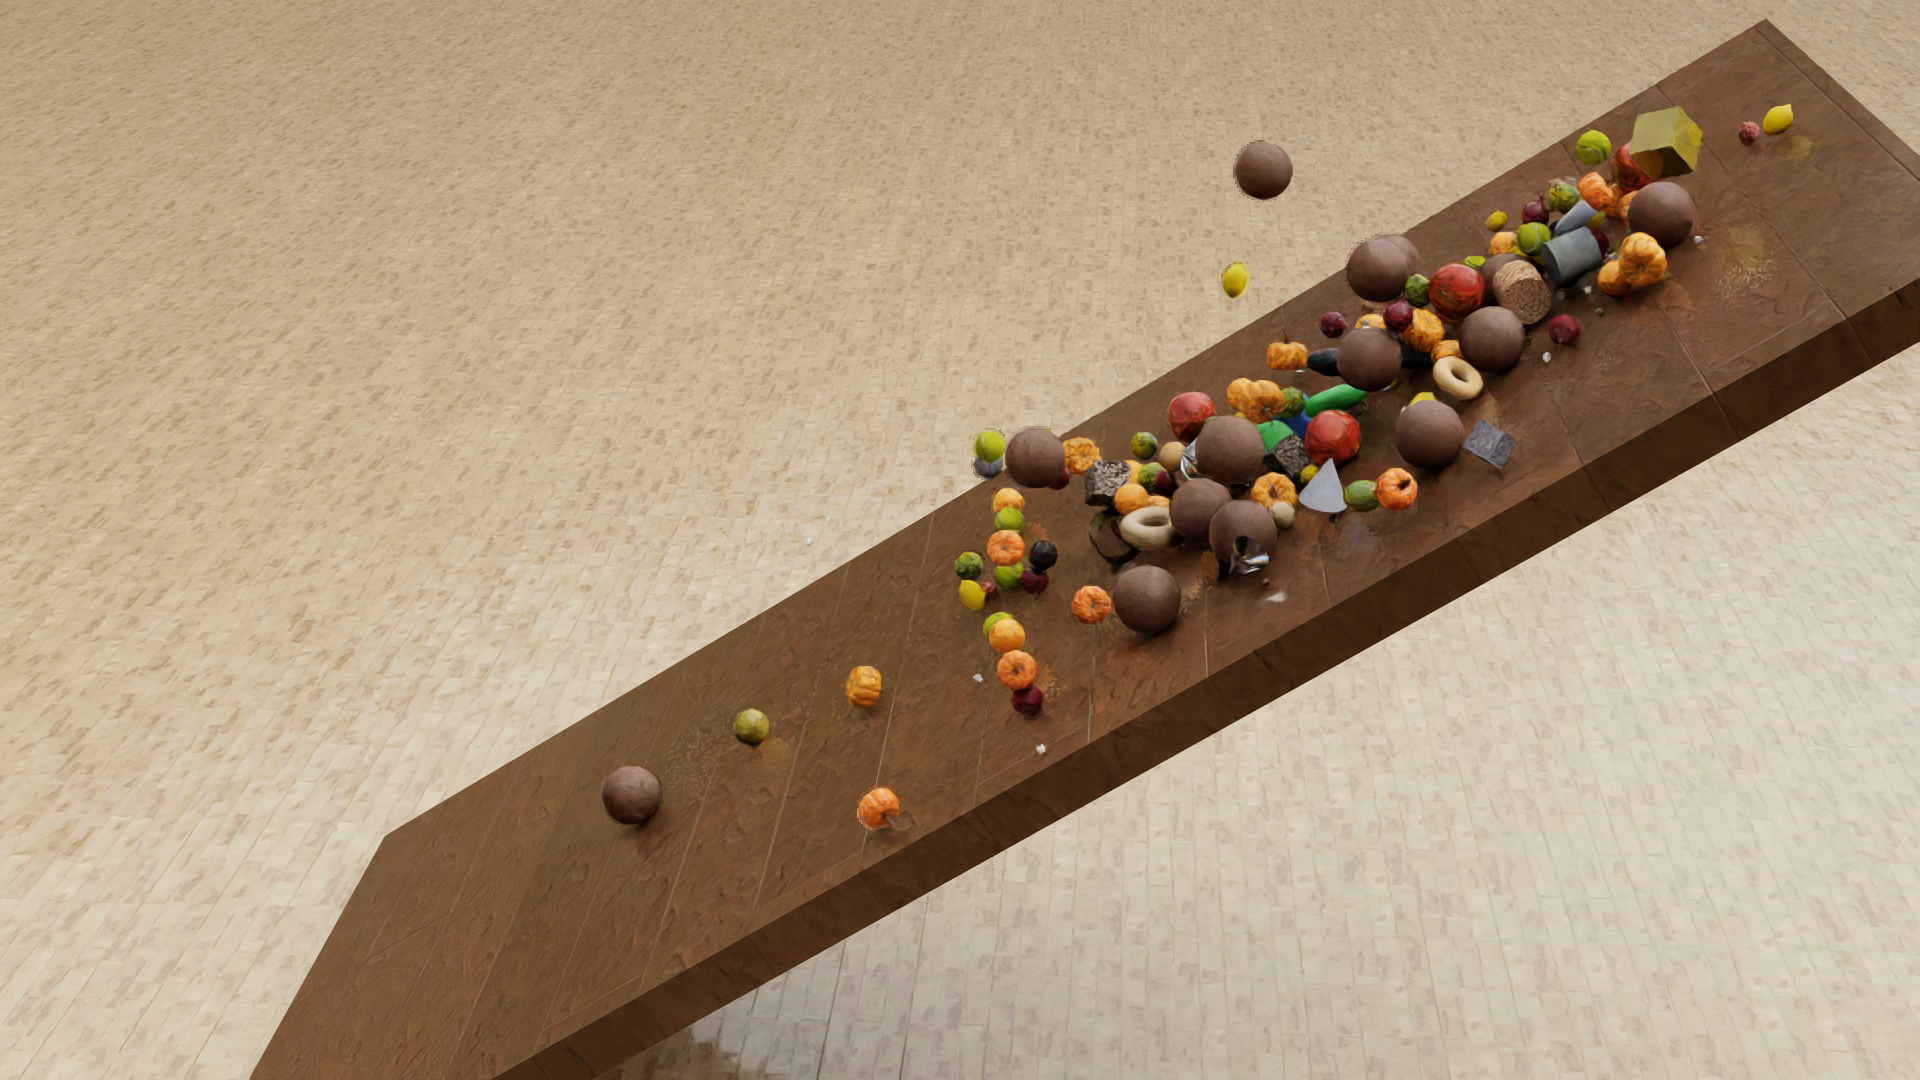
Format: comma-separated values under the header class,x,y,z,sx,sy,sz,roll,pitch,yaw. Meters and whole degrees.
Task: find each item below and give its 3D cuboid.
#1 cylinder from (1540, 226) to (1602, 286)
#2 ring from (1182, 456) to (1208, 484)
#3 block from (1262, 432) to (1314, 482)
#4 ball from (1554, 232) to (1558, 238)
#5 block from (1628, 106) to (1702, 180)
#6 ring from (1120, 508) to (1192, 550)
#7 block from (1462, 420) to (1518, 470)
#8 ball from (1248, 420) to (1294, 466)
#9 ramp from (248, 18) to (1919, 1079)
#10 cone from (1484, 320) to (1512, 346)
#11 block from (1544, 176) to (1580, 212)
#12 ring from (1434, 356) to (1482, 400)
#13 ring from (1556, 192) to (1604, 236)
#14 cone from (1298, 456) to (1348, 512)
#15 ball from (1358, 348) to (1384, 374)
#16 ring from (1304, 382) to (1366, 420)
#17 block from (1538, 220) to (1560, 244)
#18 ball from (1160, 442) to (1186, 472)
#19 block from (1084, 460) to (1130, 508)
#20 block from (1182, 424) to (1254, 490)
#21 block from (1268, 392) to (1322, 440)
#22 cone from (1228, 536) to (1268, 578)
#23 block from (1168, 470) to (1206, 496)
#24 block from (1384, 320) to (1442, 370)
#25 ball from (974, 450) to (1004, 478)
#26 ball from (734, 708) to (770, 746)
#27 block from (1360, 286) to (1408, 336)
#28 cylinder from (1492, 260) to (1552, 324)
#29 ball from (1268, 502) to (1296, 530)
class,x,y,z,sx,sy,sz,roll,pitch,yaw
cylinder,1.209,-0.562,5.819,0.090,0.090,0.090,-23,23,-4
ring,0.486,-0.149,5.993,0.077,0.026,0.077,11,58,-17
block,0.653,-0.165,5.858,0.064,0.064,0.064,-40,4,-15
ball,1.256,-0.612,6.039,0.073,0.073,0.073,0,20,0
block,1.409,-0.792,5.871,0.096,0.096,0.096,-6,-32,43
ring,0.394,-0.023,5.938,0.145,0.048,0.145,-3,26,1
block,0.949,-0.171,5.263,0.059,0.059,0.059,35,6,38
ball,0.638,-0.198,6.007,0.096,0.096,0.096,0,20,0
ramp,0.140,0.170,6.294,4.000,0.100,2.000,-30,15,14
cone,1.053,-0.406,5.810,0.054,0.054,0.054,-16,7,-37
block,1.279,-0.735,6.245,0.055,0.055,0.055,-10,-11,-2
ring,0.960,-0.312,5.672,0.103,0.034,0.103,16,43,-15
ring,1.238,-0.648,5.874,0.039,0.117,0.117,46,29,2
cone,0.690,-0.115,5.529,0.094,0.094,0.094,6,26,-3
ball,0.861,-0.376,6.172,0.054,0.054,0.054,0,20,0
ring,0.764,-0.283,5.990,0.133,0.044,0.133,-20,-6,-2
block,1.250,-0.624,6.104,0.057,0.057,0.057,-45,16,-8
ball,0.438,-0.171,6.025,0.061,0.061,0.061,0,20,0
block,0.310,-0.117,6.181,0.076,0.076,0.076,6,-18,-12
block,0.517,-0.167,5.904,0.083,0.083,0.083,-47,33,-4
block,0.694,-0.250,6.101,0.071,0.071,0.071,-25,18,32
cone,0.521,0.047,5.481,0.078,0.078,0.078,24,37,-19
block,0.478,-0.135,6.181,0.061,0.061,0.061,-5,26,21
block,0.922,-0.396,5.990,0.079,0.079,0.079,9,-9,-32
ball,0.070,-0.186,7.216,0.071,0.071,0.071,0,20,0
ball,-0.457,0.411,6.454,0.080,0.080,0.080,0,20,0
block,0.915,-0.493,6.350,0.067,0.067,0.067,30,59,37
cylinder,1.114,-0.491,5.836,0.098,0.098,0.098,-1,26,-2
ball,0.619,-0.047,5.659,0.054,0.054,0.054,0,20,0
